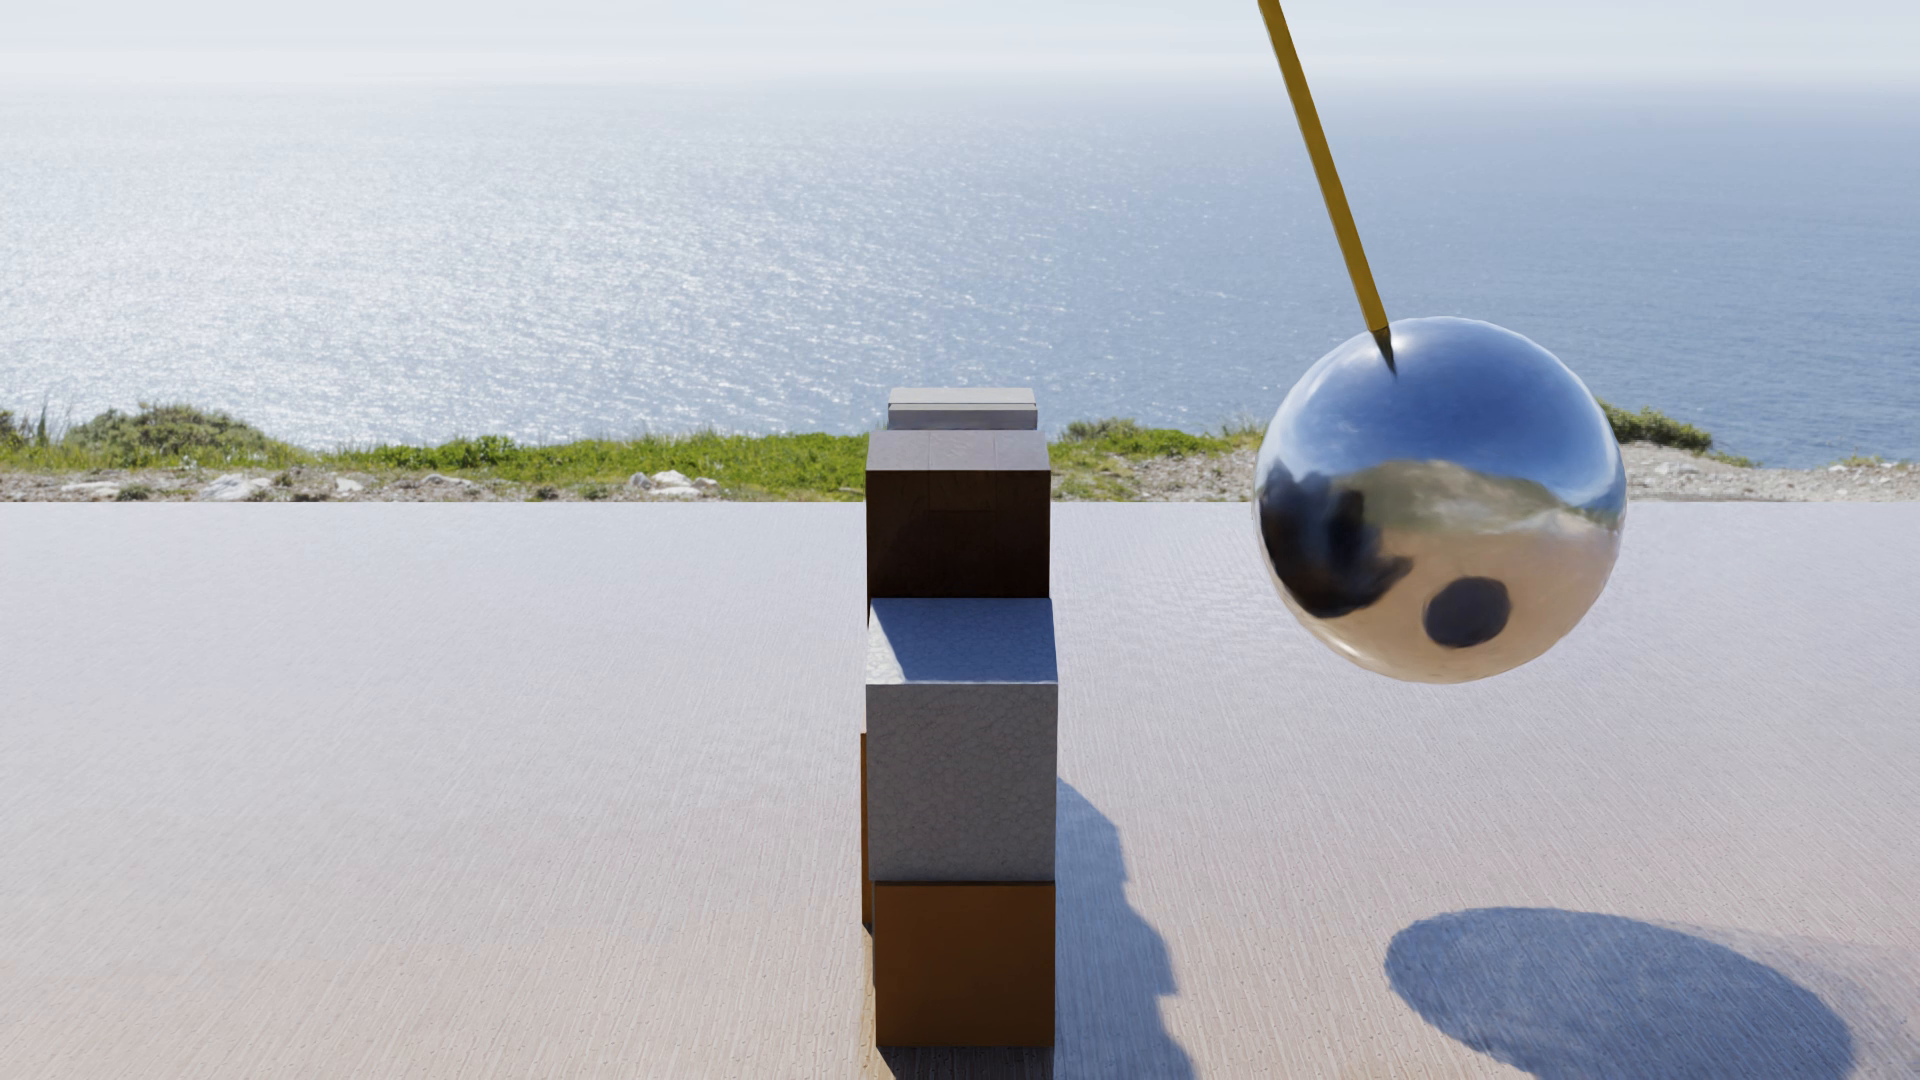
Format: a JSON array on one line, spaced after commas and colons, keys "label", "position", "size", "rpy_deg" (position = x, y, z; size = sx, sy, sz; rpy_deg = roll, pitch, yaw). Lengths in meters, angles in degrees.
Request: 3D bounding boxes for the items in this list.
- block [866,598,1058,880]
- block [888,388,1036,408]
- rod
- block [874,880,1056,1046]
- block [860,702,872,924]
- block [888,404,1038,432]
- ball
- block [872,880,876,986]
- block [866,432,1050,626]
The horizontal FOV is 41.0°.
[{"label": "block", "position": [0.006, 0.728, 9.474], "size": [0.677, 0.808, 0.686], "rpy_deg": [0, 25, 0]}, {"label": "block", "position": [0.009, -0.361, 11.818], "size": [0.661, 0.616, 0.650], "rpy_deg": [0, 9, 0]}, {"label": "rod", "position": [0.899, -3.310, 10.578], "size": [0.080, 5.200, 0.080], "rpy_deg": [-20, 10, 4]}, {"label": "block", "position": [0.019, 1.494, 9.638], "size": [0.655, 0.612, 0.631], "rpy_deg": [0, 10, 0]}, {"label": "block", "position": [-0.010, 1.133, 11.038], "size": [0.803, 0.821, 0.756], "rpy_deg": [0, 10, 0]}, {"label": "block", "position": [0.012, -0.203, 10.629], "size": [0.602, 0.696, 0.608], "rpy_deg": [0, 5, 0]}, {"label": "ball", "position": [2.074, -0.171, 11.149], "size": [1.600, 1.600, 1.600], "rpy_deg": [0, 10, 0]}, {"label": "block", "position": [0.007, 1.297, 10.303], "size": [0.696, 0.762, 0.729], "rpy_deg": [0, 10, 0]}, {"label": "block", "position": [-0.008, -0.054, 9.893], "size": [0.686, 0.603, 0.635], "rpy_deg": [0, 16, 0]}]
